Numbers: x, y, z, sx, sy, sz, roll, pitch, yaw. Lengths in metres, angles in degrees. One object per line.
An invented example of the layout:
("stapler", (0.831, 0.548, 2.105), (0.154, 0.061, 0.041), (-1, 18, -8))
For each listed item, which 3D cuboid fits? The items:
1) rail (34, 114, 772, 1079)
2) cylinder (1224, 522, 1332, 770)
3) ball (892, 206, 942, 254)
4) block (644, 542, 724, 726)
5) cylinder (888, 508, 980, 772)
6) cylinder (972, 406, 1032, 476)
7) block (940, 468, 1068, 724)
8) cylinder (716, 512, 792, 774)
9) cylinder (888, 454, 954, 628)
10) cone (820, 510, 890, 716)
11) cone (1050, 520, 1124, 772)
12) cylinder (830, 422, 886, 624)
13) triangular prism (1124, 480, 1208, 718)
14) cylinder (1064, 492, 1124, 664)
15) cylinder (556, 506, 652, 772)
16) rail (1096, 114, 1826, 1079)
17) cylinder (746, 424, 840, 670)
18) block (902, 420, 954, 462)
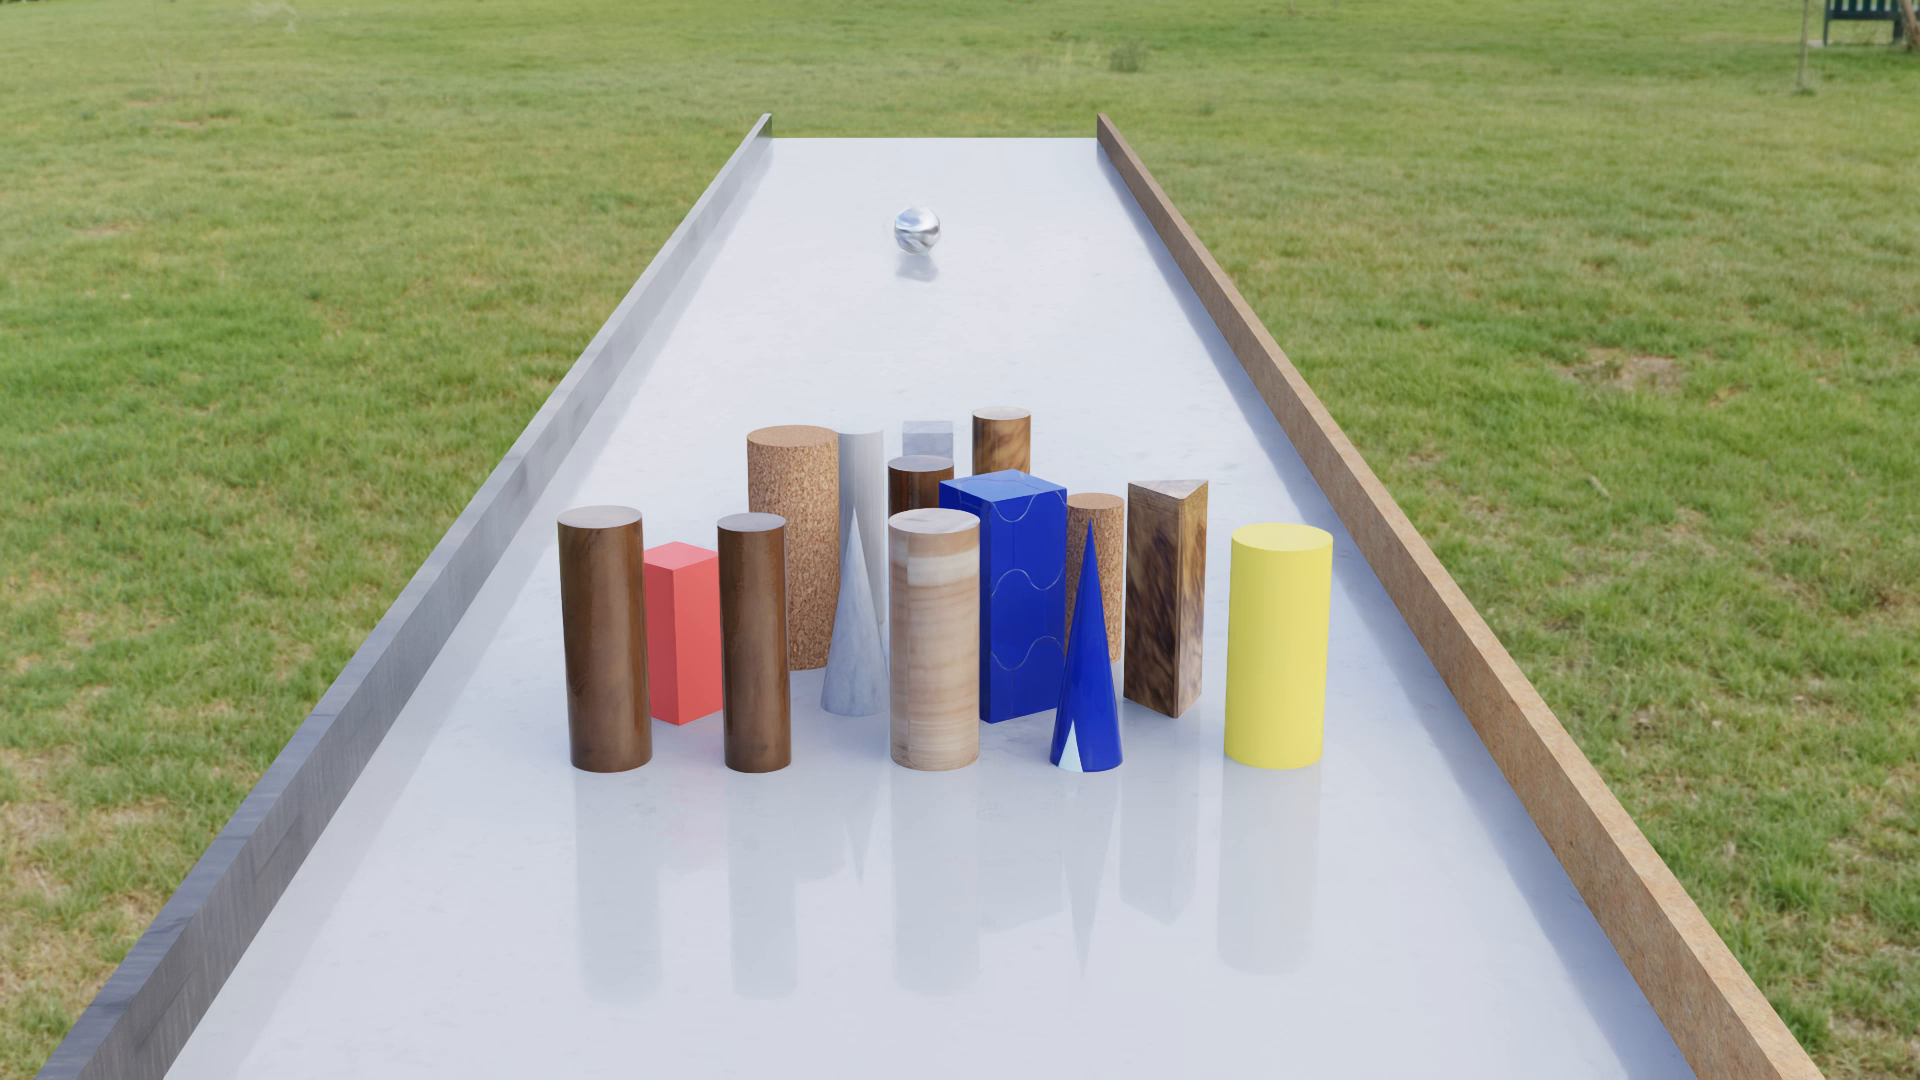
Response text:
("rail", (-1.118, -0.838, 7.780), (0.050, 0.150, 12.000), (0, 17, -1))
("cylinder", (0.563, 0.186, 3.896), (0.176, 0.401, 0.176), (0, 17, 0))
("ball", (-0.181, -1.305, 9.255), (0.205, 0.205, 0.205), (0, 17, 0))
("block", (-0.529, 0.173, 4.115), (0.132, 0.302, 0.132), (13, 21, 37))
("cylinder", (-0.045, 0.175, 3.874), (0.160, 0.435, 0.160), (0, 17, 0))
("cylinder", (0.086, -0.050, 4.613), (0.122, 0.445, 0.122), (0, 17, 0))
("block", (0.079, 0.103, 4.130), (0.170, 0.428, 0.170), (-11, 20, -32))
("cylinder", (-0.359, 0.180, 3.846), (0.120, 0.441, 0.120), (0, 17, 0))
("cylinder", (-0.077, 0.039, 4.396), (0.132, 0.398, 0.132), (0, 17, 0))
("cone", (-0.196, 0.124, 4.126), (0.140, 0.391, 0.140), (0, 17, 0))
("cone", (0.225, 0.173, 3.856), (0.133, 0.449, 0.133), (0, 17, 0))
("cylinder", (-0.214, -0.032, 4.602), (0.111, 0.418, 0.111), (0, 17, 0))
("triangular prism", (0.410, 0.101, 4.139), (0.129, 0.426, 0.149), (-12, 20, -35))
("cylinder", (0.265, 0.078, 4.396), (0.122, 0.325, 0.122), (0, 17, 0))
("cylinder", (-0.622, 0.174, 3.860), (0.146, 0.447, 0.146), (0, 17, 0))
("rail", (0.932, -0.844, 7.801), (0.050, 0.150, 12.000), (0, 17, -1))
("cylinder", (-0.329, 0.014, 4.377), (0.179, 0.457, 0.179), (0, 17, 0))
("block", (-0.071, -0.081, 4.887), (0.111, 0.349, 0.111), (0, 17, -1))
